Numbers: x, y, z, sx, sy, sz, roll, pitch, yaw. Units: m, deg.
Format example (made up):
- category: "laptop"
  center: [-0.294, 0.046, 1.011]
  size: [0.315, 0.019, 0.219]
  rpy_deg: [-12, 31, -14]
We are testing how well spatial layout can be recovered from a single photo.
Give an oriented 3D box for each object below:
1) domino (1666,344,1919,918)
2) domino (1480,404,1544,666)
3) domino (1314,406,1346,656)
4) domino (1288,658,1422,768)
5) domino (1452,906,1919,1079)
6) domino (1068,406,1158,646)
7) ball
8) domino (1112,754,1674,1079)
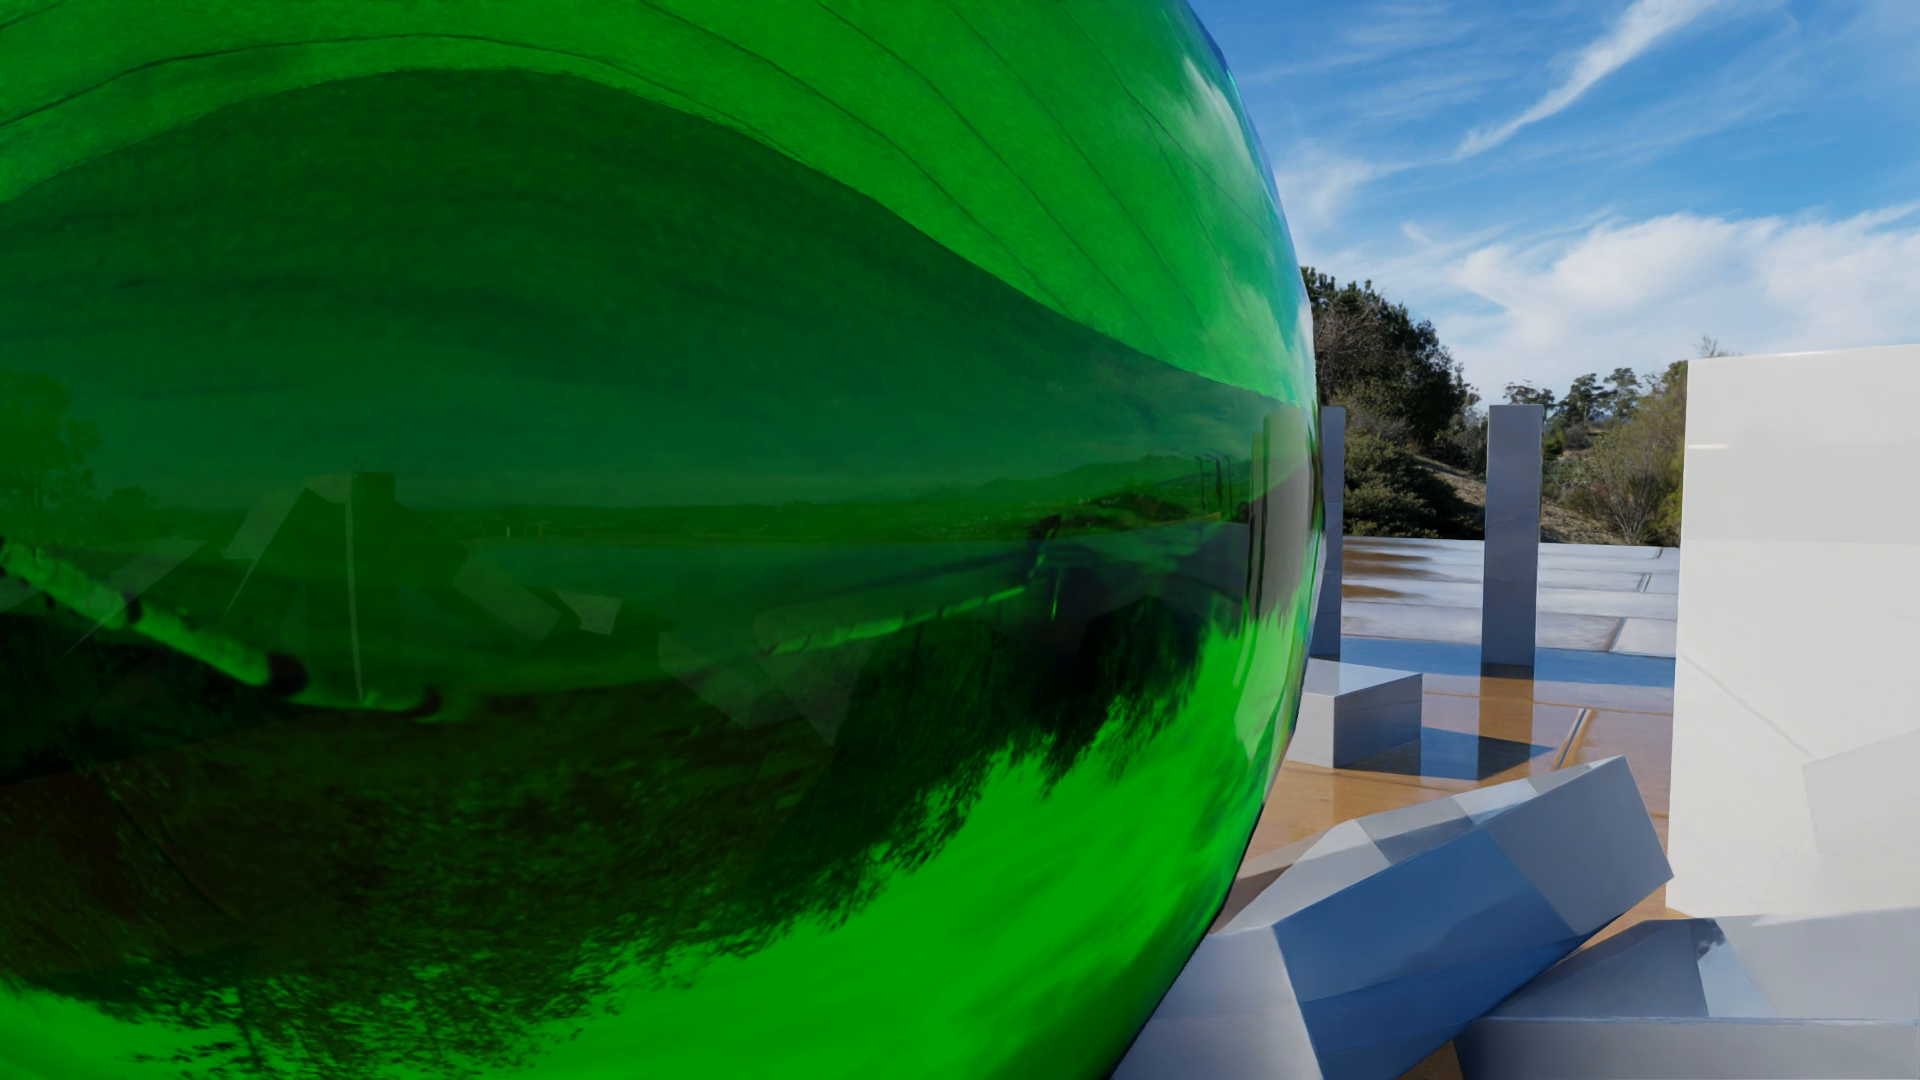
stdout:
- category: "domino"
  center: [0.074, 0.010, 0.106]
  size: [0.010, 0.050, 0.025]
  rpy_deg: [-2, 5, -20]
- category: "domino"
  center: [0.111, -0.002, 0.257]
  size: [0.010, 0.050, 0.025]
  rpy_deg: [2, 5, 25]
- category: "domino"
  center: [0.075, -0.003, 0.270]
  size: [0.010, 0.050, 0.025]
  rpy_deg: [1, 4, 13]
- category: "domino"
  center: [0.040, 0.023, 0.195]
  size: [0.025, 0.010, 0.050]
  rpy_deg: [-4, 6, -45]
- category: "domino"
  center: [0.054, 0.025, 0.063]
  size: [0.025, 0.010, 0.050]
  rpy_deg: [-3, -14, -38]
- category: "domino"
  center: [0.032, -0.003, 0.270]
  size: [0.010, 0.050, 0.025]
  rpy_deg: [-1, 4, -15]
- category: "ball"
  center: [-0.023, -0.002, 0.065]
  size: [0.080, 0.080, 0.080]
  rpy_deg: [0, 4, 0]
- category: "domino"
  center: [0.027, 0.027, 0.089]
  size: [0.050, 0.010, 0.025]
  rpy_deg: [-4, -18, -44]
